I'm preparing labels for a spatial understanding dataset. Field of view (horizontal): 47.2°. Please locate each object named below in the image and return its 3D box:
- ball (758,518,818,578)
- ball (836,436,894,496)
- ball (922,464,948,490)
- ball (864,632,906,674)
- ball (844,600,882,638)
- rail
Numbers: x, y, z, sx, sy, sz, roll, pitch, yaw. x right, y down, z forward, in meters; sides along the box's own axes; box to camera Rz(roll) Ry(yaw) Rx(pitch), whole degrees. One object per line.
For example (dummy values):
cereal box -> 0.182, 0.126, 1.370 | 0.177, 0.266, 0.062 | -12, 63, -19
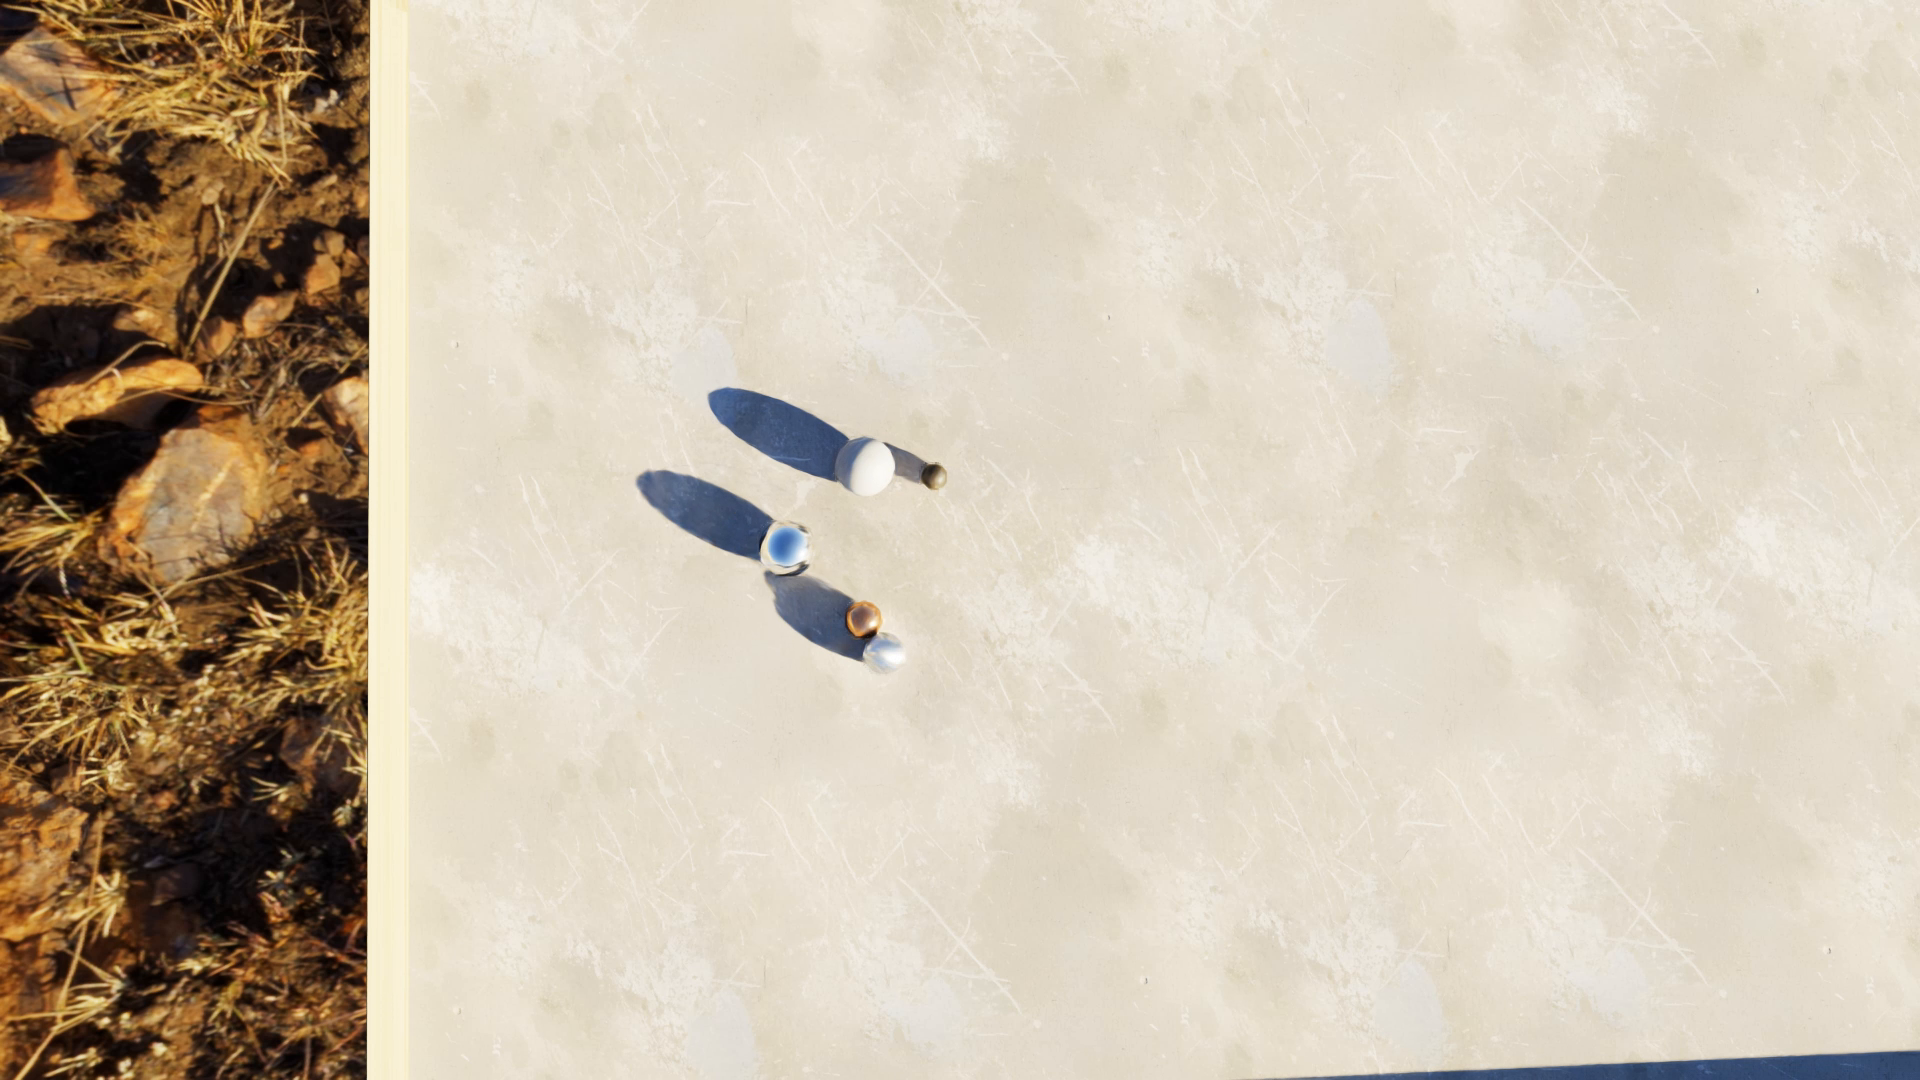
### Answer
ball -> -0.256, 0.012, 3.272 | 0.087, 0.087, 0.087 | 0, 80, 0
ball -> -0.142, -0.110, 3.292 | 0.089, 0.089, 0.089 | 0, 80, 0
ball -> -0.038, -0.095, 3.314 | 0.041, 0.041, 0.041 | 0, 80, 0
ball -> -0.112, 0.168, 3.257 | 0.062, 0.062, 0.062 | 0, 80, 0
ball -> -0.144, 0.119, 3.269 | 0.056, 0.056, 0.056 | 0, 80, 0
rail -> -0.838, 0.031, 3.253 | 0.045, 0.115, 1.951 | -2, 80, 0
